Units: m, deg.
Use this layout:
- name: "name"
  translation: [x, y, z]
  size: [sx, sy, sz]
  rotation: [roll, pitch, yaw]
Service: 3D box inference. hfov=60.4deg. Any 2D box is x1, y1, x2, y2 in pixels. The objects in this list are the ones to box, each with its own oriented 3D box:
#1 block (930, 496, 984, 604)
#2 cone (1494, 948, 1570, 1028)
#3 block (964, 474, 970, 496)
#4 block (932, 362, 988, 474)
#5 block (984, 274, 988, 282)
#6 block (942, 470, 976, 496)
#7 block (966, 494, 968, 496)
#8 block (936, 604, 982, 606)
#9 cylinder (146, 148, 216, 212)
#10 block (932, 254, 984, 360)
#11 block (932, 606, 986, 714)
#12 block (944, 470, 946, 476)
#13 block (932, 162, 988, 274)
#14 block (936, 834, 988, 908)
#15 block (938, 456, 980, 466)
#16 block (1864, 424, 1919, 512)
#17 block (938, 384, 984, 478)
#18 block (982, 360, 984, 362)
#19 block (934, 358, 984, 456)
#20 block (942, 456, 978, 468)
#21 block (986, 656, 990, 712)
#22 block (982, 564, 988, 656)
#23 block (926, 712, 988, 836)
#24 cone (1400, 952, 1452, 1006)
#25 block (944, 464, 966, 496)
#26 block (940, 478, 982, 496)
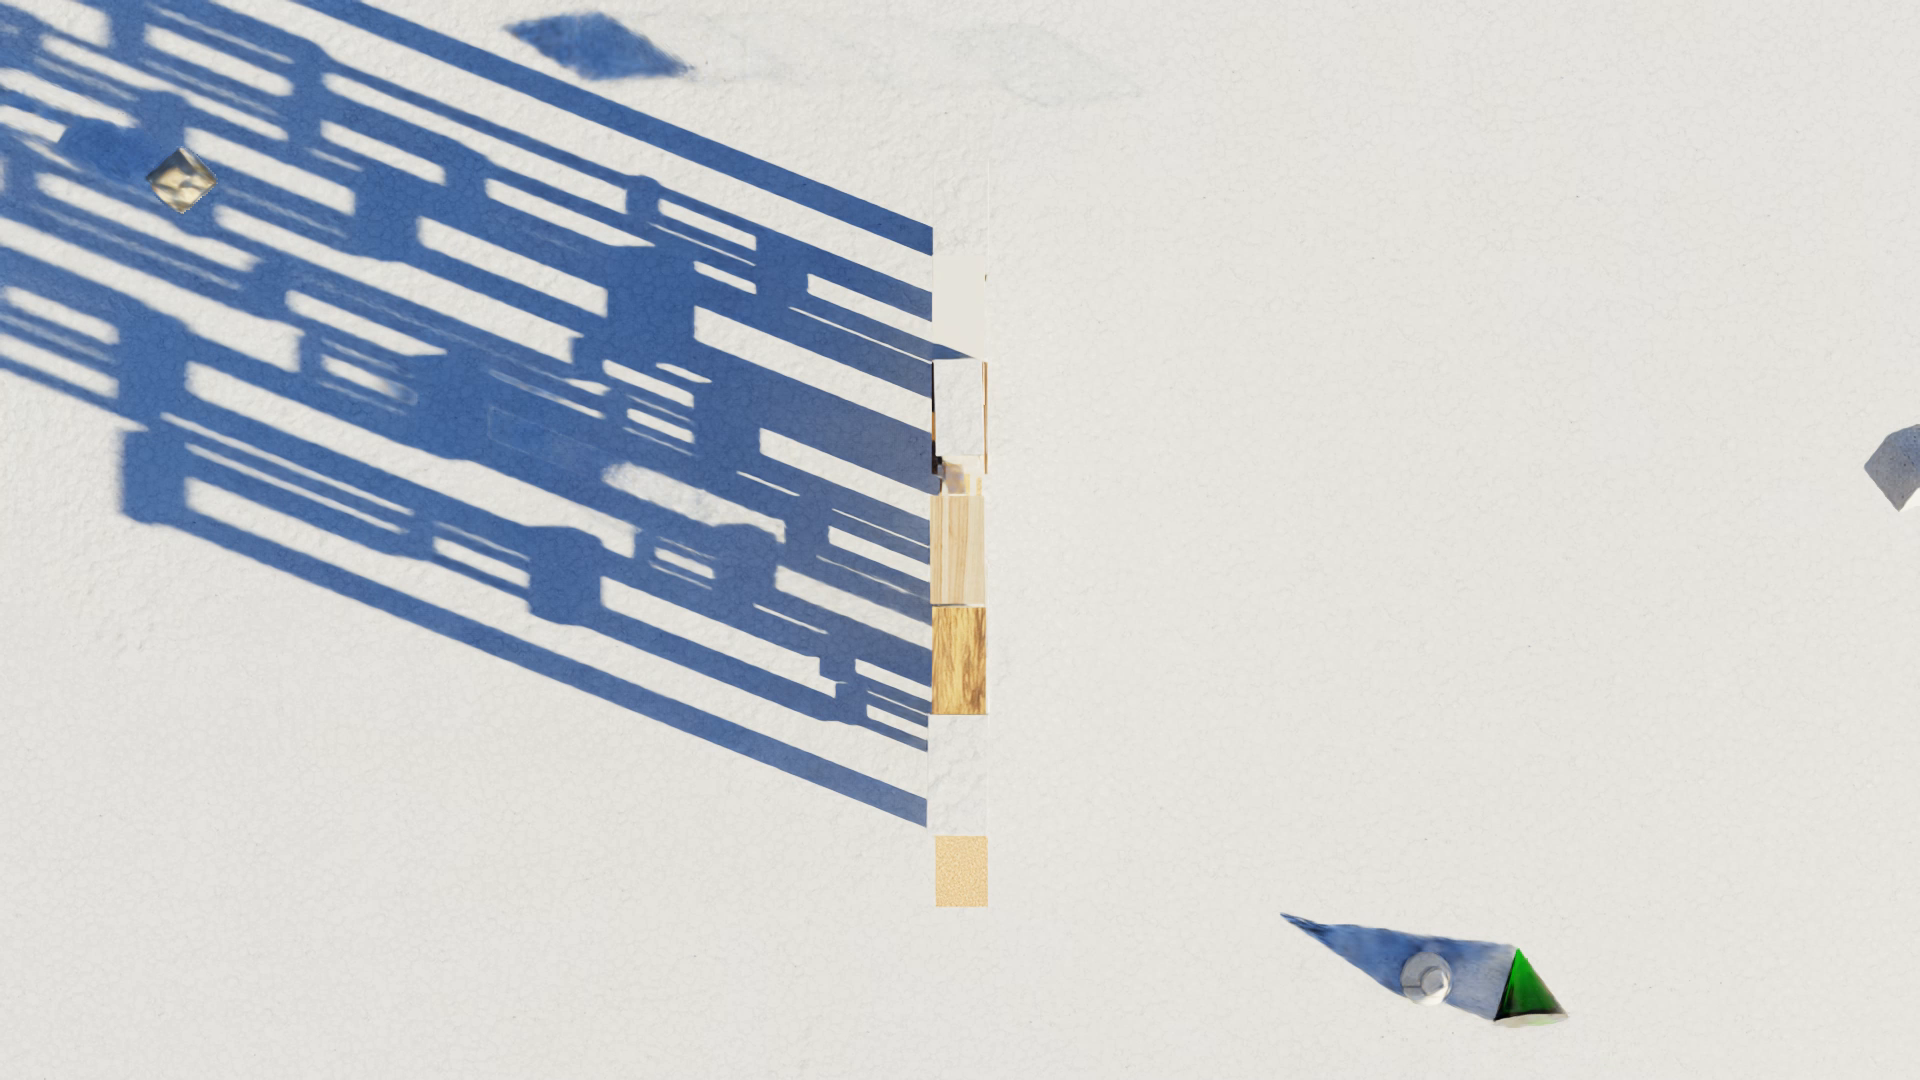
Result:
- name: "block"
  translation: [-0.006, 0.023, 3.962]
  size: [0.130, 0.037, 0.259]
  rotation: [0, 90, 0]
- name: "cone"
  translation: [1.864, 1.463, 5.444]
  size: [0.242, 0.242, 0.242]
  rotation: [-2, 64, 0]
- name: "block"
  translation: [-0.001, -0.125, 4.465]
  size: [0.052, 0.015, 0.104]
  rotation: [1, 90, 1]
- name: "block"
  translation: [-0.003, -0.376, 5.131]
  size: [0.172, 0.049, 0.345]
  rotation: [0, 90, 0]
- name: "block"
  translation: [0.002, -0.760, 4.567]
  size: [0.147, 0.294, 0.042]
  rotation: [0, 90, 0]
- name: "block"
  translation: [-0.002, -0.100, 4.591]
  size: [0.095, 0.027, 0.191]
  rotation: [0, 90, 0]
- name: "block"
  translation: [-0.006, -0.119, 4.340]
  size: [0.047, 0.235, 0.013]
  rotation: [-1, 90, 1]
- name: "block"
  translation: [-0.002, 0.235, 4.257]
  size: [0.120, 0.034, 0.239]
  rotation: [0, 90, 0]
- name: "cylinder"
  translation: [-2.564, -1.185, 5.426]
  size: [0.148, 0.148, 0.148]
  rotation: [-41, 90, 0]
- name: "block"
  translation: [-0.004, -0.578, 4.105]
  size: [0.129, 0.037, 0.258]
  rotation: [0, 90, 0]
- name: "block"
  translation: [-0.002, 0.289, 3.966]
  size: [0.128, 0.036, 0.257]
  rotation: [0, 90, 0]
- name: "block"
  translation: [-0.016, -0.179, 4.307]
  size: [0.047, 0.094, 0.013]
  rotation: [-8, 84, -1]
- name: "block"
  translation: [0.002, -0.859, 4.399]
  size: [0.147, 0.042, 0.294]
  rotation: [0, 90, 0]
- name: "block"
  translation: [0.004, 0.861, 4.537]
  size: [0.144, 0.041, 0.287]
  rotation: [0, 90, 0]
- name: "block"
  translation: [-0.004, -0.322, 4.548]
  size: [0.115, 0.033, 0.230]
  rotation: [0, 90, 0]
- name: "block"
  translation: [2.437, -0.191, 4.194]
  size: [0.149, 0.149, 0.149]
  rotation: [-18, 59, -9]
- name: "block"
  translation: [0.003, -0.320, 4.814]
  size: [0.136, 0.039, 0.273]
  rotation: [0, 90, 0]
- name: "block"
  translation: [-0.003, -0.492, 4.253]
  size: [0.129, 0.258, 0.037]
  rotation: [1, 90, 0]
- name: "block"
  translation: [-0.003, -0.326, 4.064]
  size: [0.118, 0.033, 0.236]
  rotation: [-1, 90, 0]
- name: "block"
  translation: [0.001, -0.284, 4.330]
  size: [0.095, 0.027, 0.189]
  rotation: [-1, 90, 0]
- name: "block"
  translation: [0.001, 0.475, 4.536]
  size: [0.156, 0.044, 0.311]
  rotation: [1, 90, 0]
- name: "block"
  translation: [0.005, 0.231, 4.891]
  size: [0.157, 0.044, 0.314]
  rotation: [0, 90, 0]
- name: "block"
  translation: [-0.005, 0.566, 3.997]
  size: [0.146, 0.041, 0.292]
  rotation: [1, 90, 0]
- name: "cone"
  translation: [1.558, 1.451, 5.401]
  size: [0.178, 0.178, 0.178]
  rotation: [0, 84, -3]
- name: "block"
  translation: [-0.012, -0.153, 4.231]
  size: [0.047, 0.013, 0.094]
  rotation: [-5, 59, -1]
- name: "block"
  translation: [0.002, -0.068, 5.220]
  size: [0.131, 0.037, 0.262]
  rotation: [0, 90, 0]
